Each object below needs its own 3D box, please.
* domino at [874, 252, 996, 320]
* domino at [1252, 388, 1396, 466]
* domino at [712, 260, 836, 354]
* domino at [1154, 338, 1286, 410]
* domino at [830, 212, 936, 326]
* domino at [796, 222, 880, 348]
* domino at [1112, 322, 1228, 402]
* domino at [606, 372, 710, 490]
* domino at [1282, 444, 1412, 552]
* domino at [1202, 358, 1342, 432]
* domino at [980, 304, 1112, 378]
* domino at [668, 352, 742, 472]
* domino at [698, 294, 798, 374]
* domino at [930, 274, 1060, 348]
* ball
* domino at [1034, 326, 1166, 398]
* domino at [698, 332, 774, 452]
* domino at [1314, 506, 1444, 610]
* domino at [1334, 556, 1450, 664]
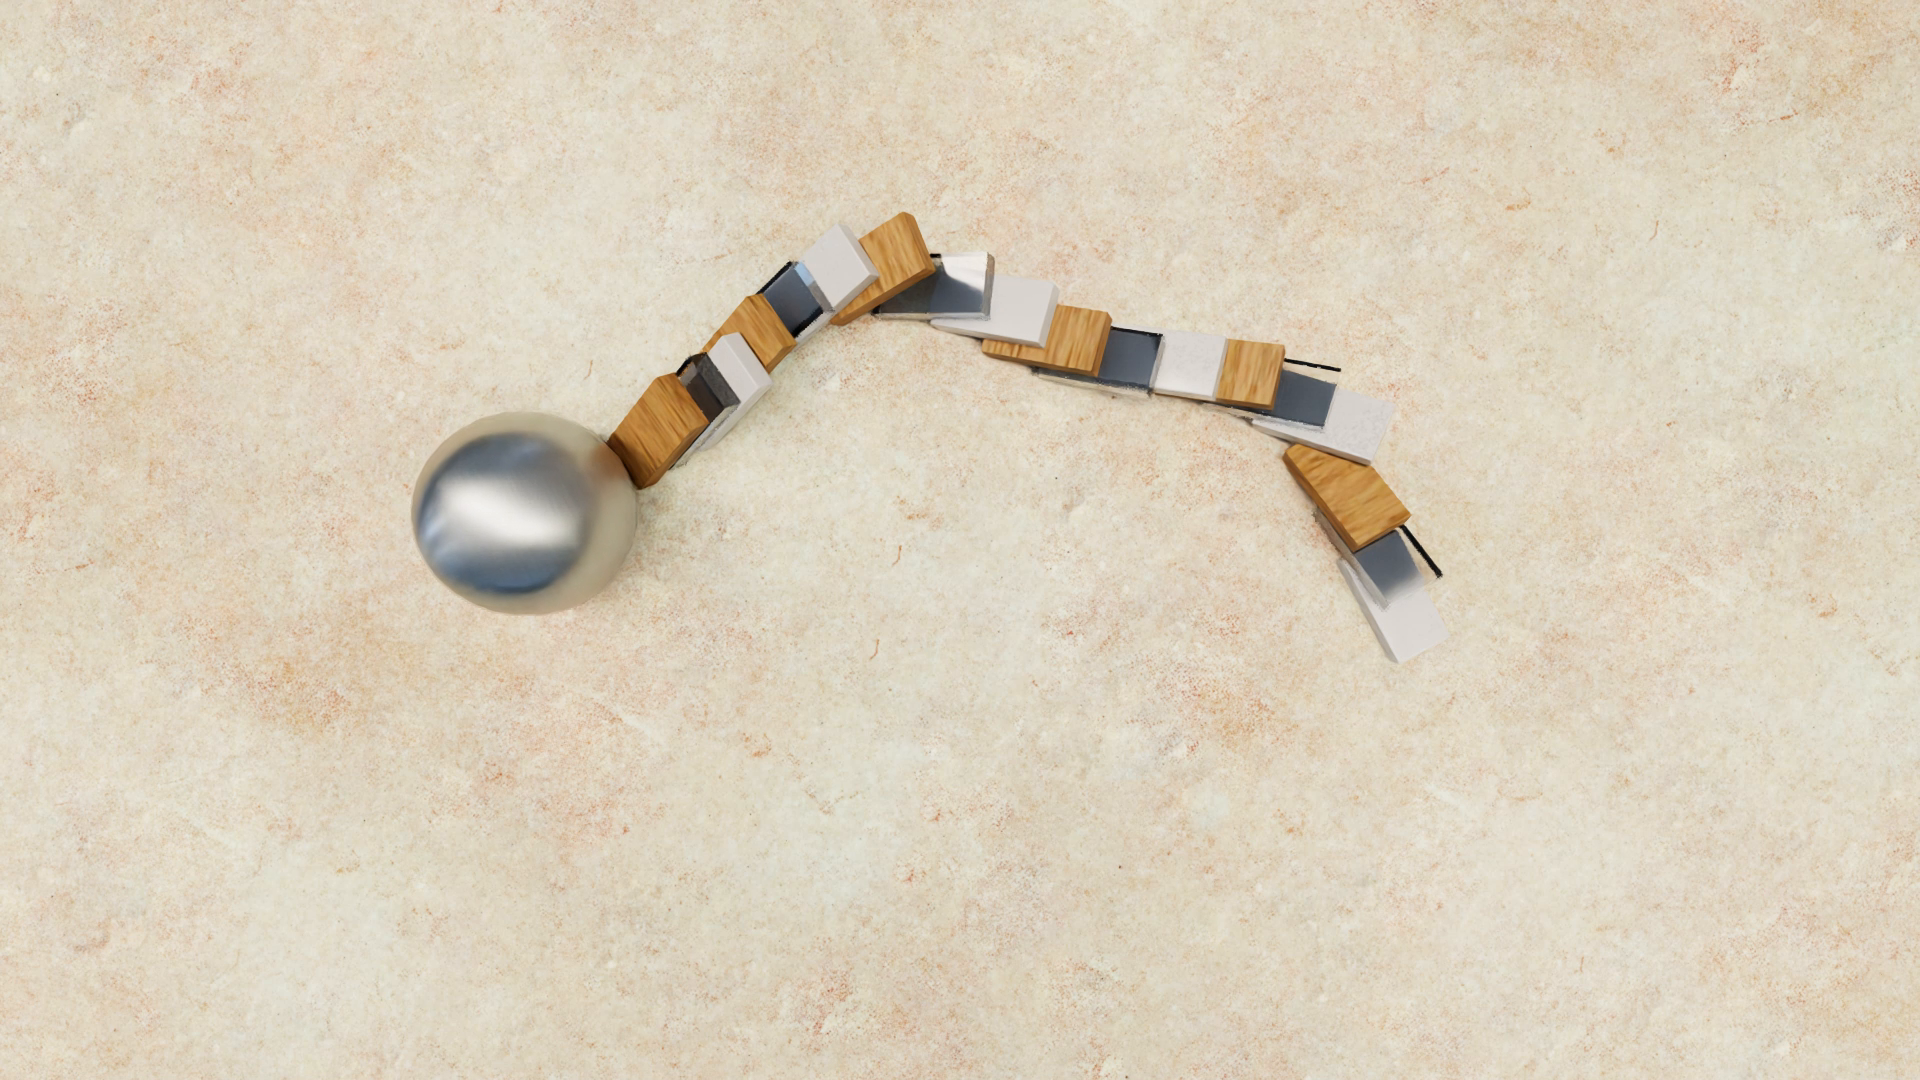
[{"bbox_3d":[-0.011,-0.107,0.386,0.050,0.010,0.025,5,90,23],"label":"domino"},{"bbox_3d":[0.152,-0.052,0.385,0.050,0.009,0.025,23,89,25],"label":"domino"},{"bbox_3d":[-0.079,-0.091,0.385,0.050,0.009,0.025,-34,90,26],"label":"domino"},{"bbox_3d":[0.108,-0.071,0.385,0.050,0.009,0.025,13,90,25],"label":"domino"},{"bbox_3d":[-0.037,-0.113,0.384,0.050,0.009,0.025,-23,87,27],"label":"domino"},{"bbox_3d":[-0.060,-0.106,0.384,0.050,0.009,0.025,-34,87,26],"label":"domino"},{"bbox_3d":[0.084,-0.075,0.385,0.050,0.010,0.025,13,90,24],"label":"domino"},{"bbox_3d":[-0.126,-0.044,0.381,0.050,0.009,0.025,-35,90,38],"label":"domino"},{"bbox_3d":[0.162,-0.023,0.386,0.025,0.009,0.050,-30,68,0],"label":"domino"},{"bbox_3d":[0.131,-0.064,0.385,0.050,0.010,0.025,17,89,25],"label":"domino"},{"bbox_3d":[0.036,-0.086,0.386,0.050,0.010,0.025,15,90,23],"label":"domino"},{"bbox_3d":[-0.114,-0.053,0.381,0.050,0.010,0.025,-35,90,38],"label":"domino"},{"bbox_3d":[-0.092,-0.076,0.382,0.050,0.009,0.025,-35,90,36],"label":"domino"},{"bbox_3d":[0.014,-0.098,0.386,0.050,0.009,0.025,15,90,23],"label":"domino"},{"bbox_3d":[-0.169,-0.010,0.360,0.080,0.080,0.080,0,90,0],"label":"ball"},{"bbox_3d":[0.059,-0.077,0.386,0.050,0.009,0.025,15,90,23],"label":"domino"},{"bbox_3d":[-0.100,-0.061,0.381,0.050,0.010,0.025,-35,90,38],"label":"domino"},{"bbox_3d":[0.175,0.001,0.386,0.025,0.010,0.050,-29,68,0],"label":"domino"},{"bbox_3d":[0.187,0.025,0.395,0.025,0.010,0.050,-29,90,0],"label":"domino"}]
